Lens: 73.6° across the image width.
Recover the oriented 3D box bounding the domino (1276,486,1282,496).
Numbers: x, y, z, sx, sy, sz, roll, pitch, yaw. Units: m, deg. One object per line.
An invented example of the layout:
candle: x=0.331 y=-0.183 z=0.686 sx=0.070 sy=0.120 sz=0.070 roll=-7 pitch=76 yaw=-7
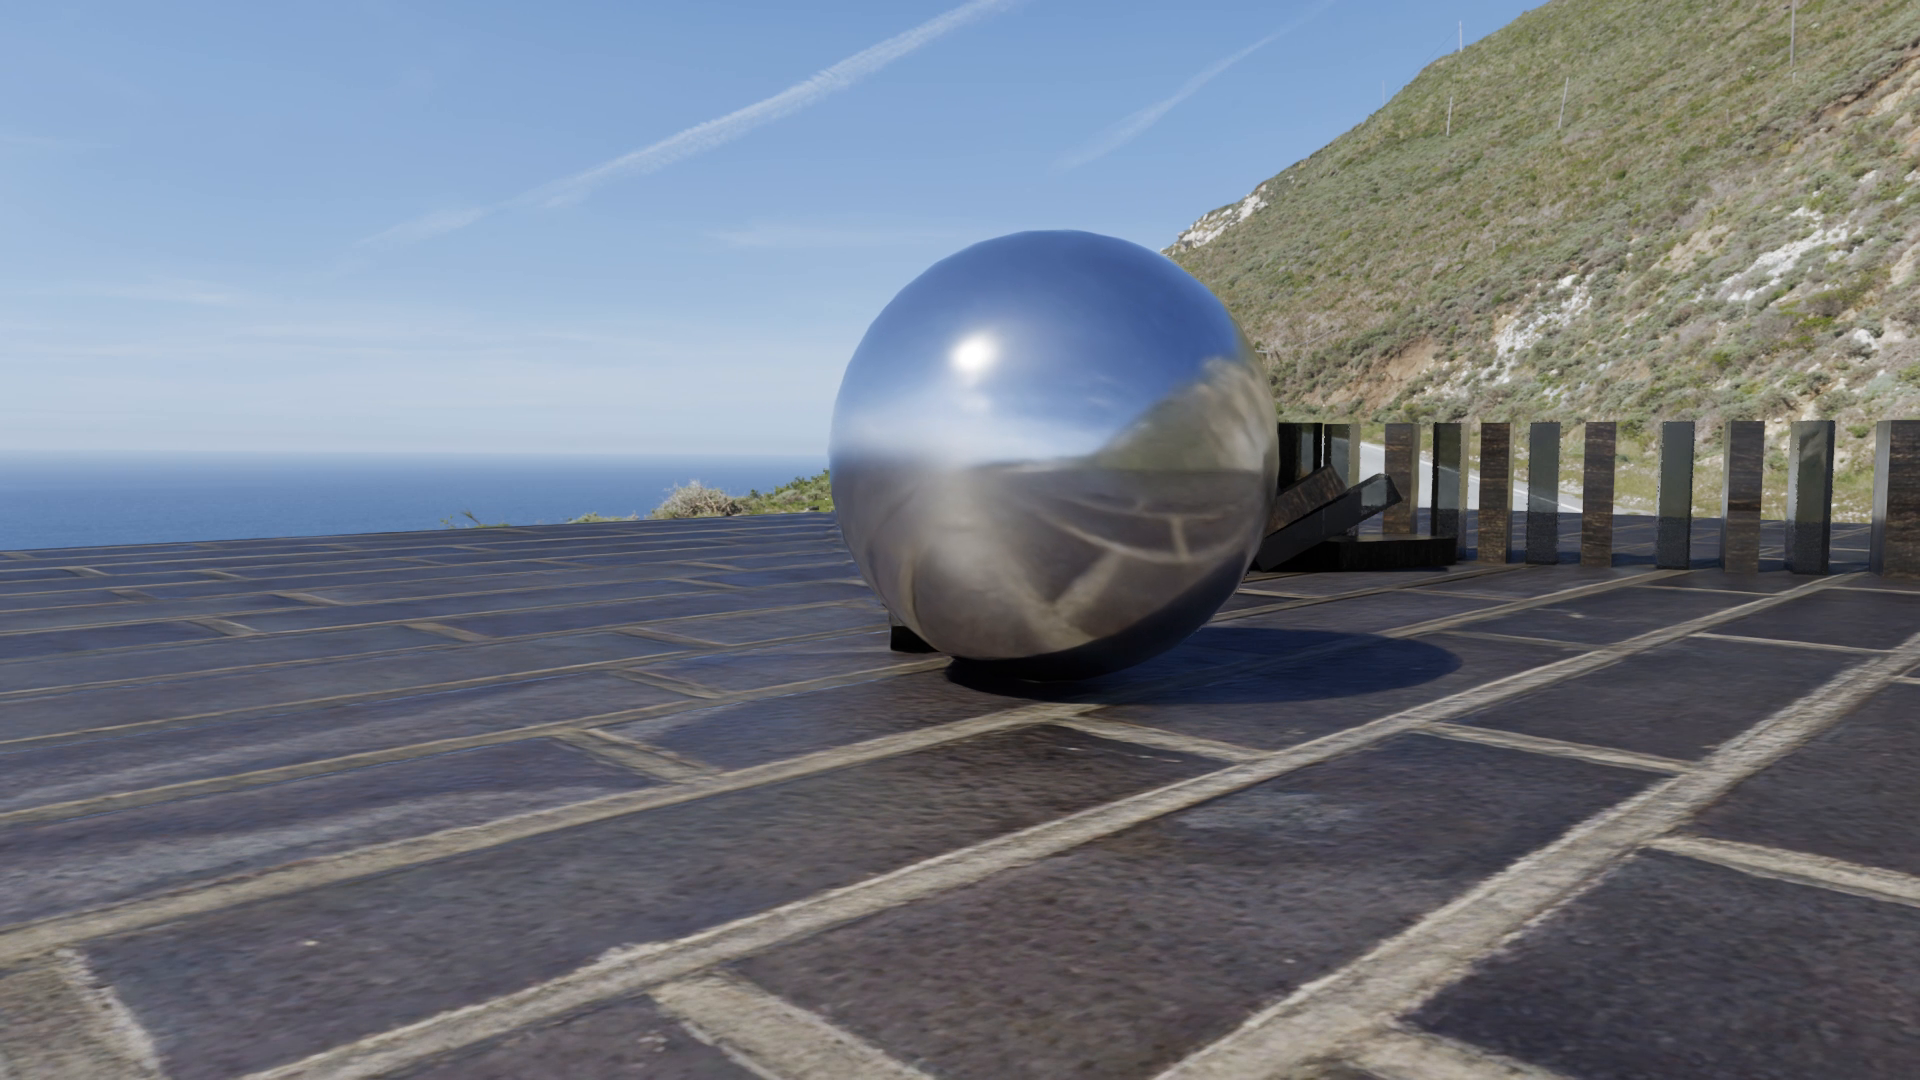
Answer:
domino: x=0.086 y=-0.008 z=0.443 sx=0.050 sy=0.010 sz=0.025 roll=-31 pitch=-2 yaw=11

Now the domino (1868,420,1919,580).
domino: x=0.303 y=-0.014 z=0.415 sx=0.009 sy=0.050 sz=0.025 roll=2 pitch=5 yaw=27

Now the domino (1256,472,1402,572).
domino: x=0.122 y=-0.006 z=0.432 sx=0.050 sy=0.010 sz=0.025 roll=-29 pitch=-2 yaw=12

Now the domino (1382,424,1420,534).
domino: x=0.167 y=-0.019 z=0.485 sx=0.009 sy=0.050 sz=0.025 roll=2 pitch=5 yaw=26

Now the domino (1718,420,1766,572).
domino: x=0.265 y=-0.015 z=0.435 sx=0.010 sy=0.050 sz=0.025 roll=2 pitch=5 yaw=27

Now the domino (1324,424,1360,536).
domino: x=0.147 y=-0.020 z=0.494 sx=0.010 sy=0.050 sz=0.025 roll=2 pitch=5 yaw=26

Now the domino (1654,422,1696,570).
domino: x=0.247 y=-0.016 z=0.444 sx=0.009 sy=0.050 sz=0.025 roll=2 pitch=5 yaw=26

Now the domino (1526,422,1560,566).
domino: x=0.210 y=-0.017 z=0.461 sx=0.009 sy=0.050 sz=0.025 roll=2 pitch=5 yaw=26

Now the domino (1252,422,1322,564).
domino: x=0.116 y=-0.017 z=0.460 sx=0.025 sy=0.050 sz=0.009 roll=-1 pitch=4 yaw=-17

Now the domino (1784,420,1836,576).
domino: x=0.282 y=-0.014 z=0.426 sx=0.010 sy=0.050 sz=0.025 roll=2 pitch=5 yaw=27

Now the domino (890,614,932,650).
domino: x=-0.003 y=-0.001 z=0.277 sx=0.025 sy=0.050 sz=0.010 roll=0 pitch=-33 yaw=-4

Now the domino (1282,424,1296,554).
domino: x=0.126 y=-0.020 z=0.503 sx=0.010 sy=0.050 sz=0.025 roll=2 pitch=5 yaw=19

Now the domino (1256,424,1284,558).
domino: x=0.108 y=-0.019 z=0.483 sx=0.025 sy=0.050 sz=0.009 roll=-1 pitch=4 yaw=-17

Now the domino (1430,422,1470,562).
domino: x=0.182 y=-0.018 z=0.476 sx=0.009 sy=0.050 sz=0.025 roll=2 pitch=5 yaw=28

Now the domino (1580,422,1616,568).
domino: x=0.226 y=-0.016 z=0.454 sx=0.009 sy=0.050 sz=0.025 roll=2 pitch=5 yaw=26

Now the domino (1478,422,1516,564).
domino: x=0.196 y=-0.018 z=0.468 sx=0.010 sy=0.050 sz=0.025 roll=2 pitch=5 yaw=27

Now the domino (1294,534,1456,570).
domino: x=0.146 y=0.004 z=0.452 sx=0.050 sy=0.010 sz=0.025 roll=-2 pitch=5 yaw=-22

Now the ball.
ball: x=0.016 y=-0.015 z=0.230 sx=0.080 sy=0.080 sz=0.080 roll=0 pitch=4 yaw=0

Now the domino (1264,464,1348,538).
domino: x=0.106 y=-0.009 z=0.436 sx=0.050 sy=0.010 sz=0.025 roll=-31 pitch=-2 yaw=13
